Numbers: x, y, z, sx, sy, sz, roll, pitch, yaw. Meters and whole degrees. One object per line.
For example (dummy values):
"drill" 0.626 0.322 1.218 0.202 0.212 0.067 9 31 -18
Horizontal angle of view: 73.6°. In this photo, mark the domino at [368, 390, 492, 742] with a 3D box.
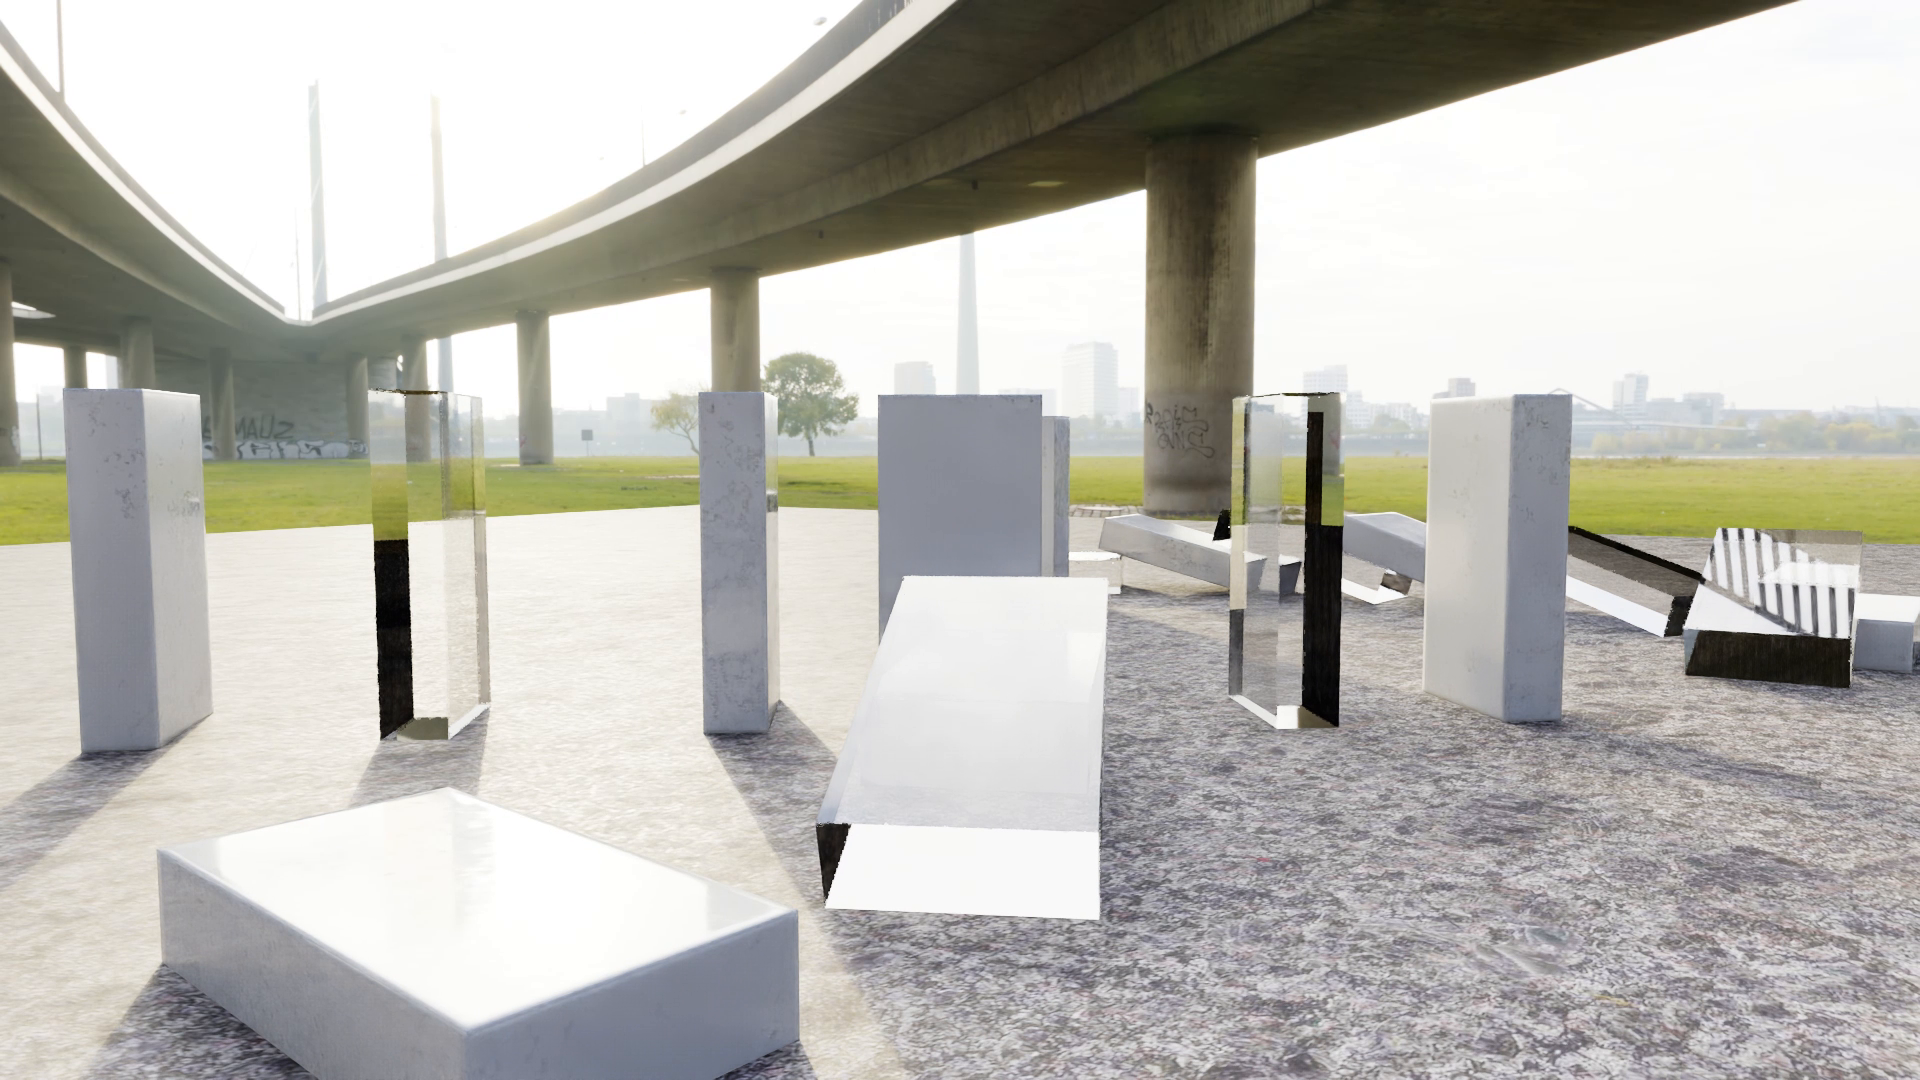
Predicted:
"domino" -0.080 0.003 0.195 0.009 0.050 0.025 -1 4 -7

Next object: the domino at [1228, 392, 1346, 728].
"domino" 0.051 0.002 0.203 0.009 0.050 0.025 0 4 -5

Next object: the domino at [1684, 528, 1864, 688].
"domino" 0.157 0.012 0.246 0.025 0.009 0.050 2 23 37

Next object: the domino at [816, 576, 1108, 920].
"domino" 0.003 0.019 0.137 0.025 0.009 0.050 0 24 7

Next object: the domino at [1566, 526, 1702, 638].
"domino" 0.157 0.009 0.308 0.025 0.010 0.050 -2 19 -23

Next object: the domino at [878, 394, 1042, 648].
"domino" 0.000 0.002 0.201 0.025 0.050 0.009 0 4 0

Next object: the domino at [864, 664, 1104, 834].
"domino" 0.005 0.025 0.166 0.025 0.010 0.050 1 4 8

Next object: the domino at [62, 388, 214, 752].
"domino" -0.120 0.003 0.188 0.010 0.050 0.025 -1 4 -15

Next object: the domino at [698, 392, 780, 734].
"domino" -0.034 0.003 0.200 0.009 0.050 0.025 0 4 -4

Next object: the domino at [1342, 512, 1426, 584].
"domino" 0.129 0.005 0.341 0.025 0.010 0.050 -4 22 -40

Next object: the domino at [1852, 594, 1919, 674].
"domino" 0.183 0.018 0.265 0.025 0.009 0.050 3 6 39

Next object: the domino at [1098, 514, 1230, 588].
"domino" 0.069 0.004 0.379 0.050 0.010 0.025 18 13 29

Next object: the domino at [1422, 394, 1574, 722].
"domino" 0.086 0.002 0.207 0.009 0.050 0.025 -1 4 -9

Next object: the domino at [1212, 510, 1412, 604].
"domino" 0.100 0.004 0.363 0.050 0.010 0.025 24 17 35

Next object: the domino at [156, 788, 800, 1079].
"domino" -0.039 0.030 0.098 0.050 0.009 0.025 4 6 41

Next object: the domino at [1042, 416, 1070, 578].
"domino" 0.017 -0.009 0.357 0.025 0.050 0.009 3 5 31

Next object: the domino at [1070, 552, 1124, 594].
"domino" 0.023 0.009 0.381 0.050 0.009 0.025 1 4 9
